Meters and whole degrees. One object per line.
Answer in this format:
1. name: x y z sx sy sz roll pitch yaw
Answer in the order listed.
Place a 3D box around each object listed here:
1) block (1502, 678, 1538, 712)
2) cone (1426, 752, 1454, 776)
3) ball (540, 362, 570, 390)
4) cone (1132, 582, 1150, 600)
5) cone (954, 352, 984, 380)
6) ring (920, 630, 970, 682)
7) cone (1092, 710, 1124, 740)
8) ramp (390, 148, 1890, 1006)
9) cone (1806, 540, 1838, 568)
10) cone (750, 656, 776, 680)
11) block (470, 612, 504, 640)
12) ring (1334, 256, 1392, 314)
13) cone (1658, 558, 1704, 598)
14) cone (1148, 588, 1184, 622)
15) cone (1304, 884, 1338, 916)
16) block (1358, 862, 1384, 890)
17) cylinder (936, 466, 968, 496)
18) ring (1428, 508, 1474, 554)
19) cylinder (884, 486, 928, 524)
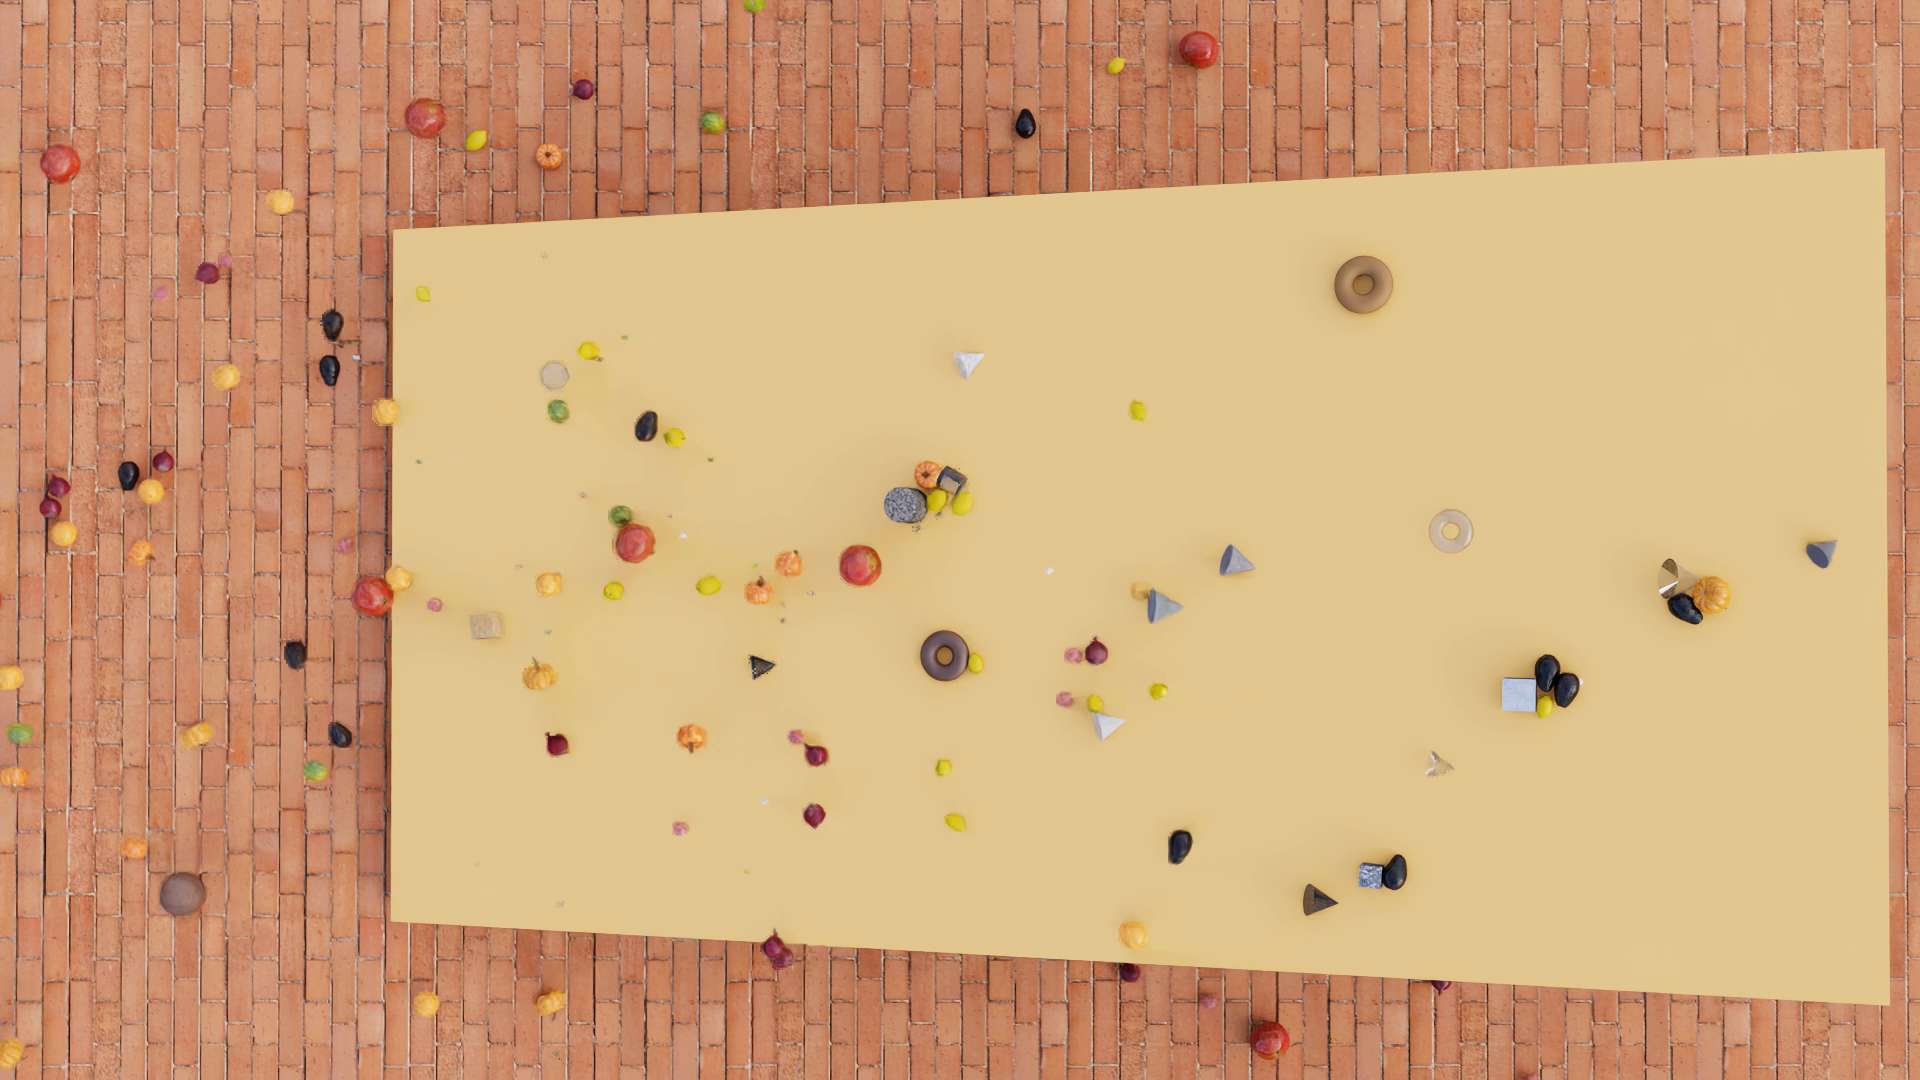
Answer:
1. block: 1.360 0.375 5.345 0.077 0.077 0.077 1 90 18
2. cone: 1.192 0.561 5.423 0.062 0.062 0.062 14 89 -9
3. ball: -1.136 -0.460 6.162 0.081 0.081 0.081 0 89 0
4. cone: 0.458 0.131 5.655 0.050 0.050 0.050 0 89 18
5. cone: 0.035 -0.477 5.808 0.078 0.078 0.078 -33 89 5
6. ring: -0.040 0.306 5.816 0.137 0.046 0.137 0 90 19
7. cone: 0.393 0.474 5.679 0.078 0.078 0.078 -1 89 -24
8. ramp: 0.276 0.093 5.793 4.000 0.100 2.000 0 89 18
9. cone: 2.034 0.019 5.157 0.067 0.067 0.067 -35 89 -13
10. cone: -0.532 0.343 5.982 0.071 0.071 0.071 -7 89 -9
11. block: -1.338 0.244 6.225 0.068 0.068 0.068 -7 87 18
12. ring: 1.007 -0.637 5.489 0.146 0.049 0.146 -1 88 18
13. cone: 1.734 0.097 5.246 0.097 0.097 0.097 6 89 -9
14. cone: 0.534 0.170 5.635 0.087 0.087 0.087 3 89 -9
15. cone: 0.911 0.905 5.505 0.081 0.081 0.081 8 89 -9
16. block: 1.022 0.833 5.460 0.054 0.054 0.054 4 91 18
17. cylinder: -0.021 -0.156 5.809 0.060 0.060 0.060 30 89 16
18. ring: 1.210 -0.022 5.421 0.111 0.037 0.111 0 90 19
19. cylinder: -0.142 -0.092 5.829 0.094 0.094 0.094 0 89 18
